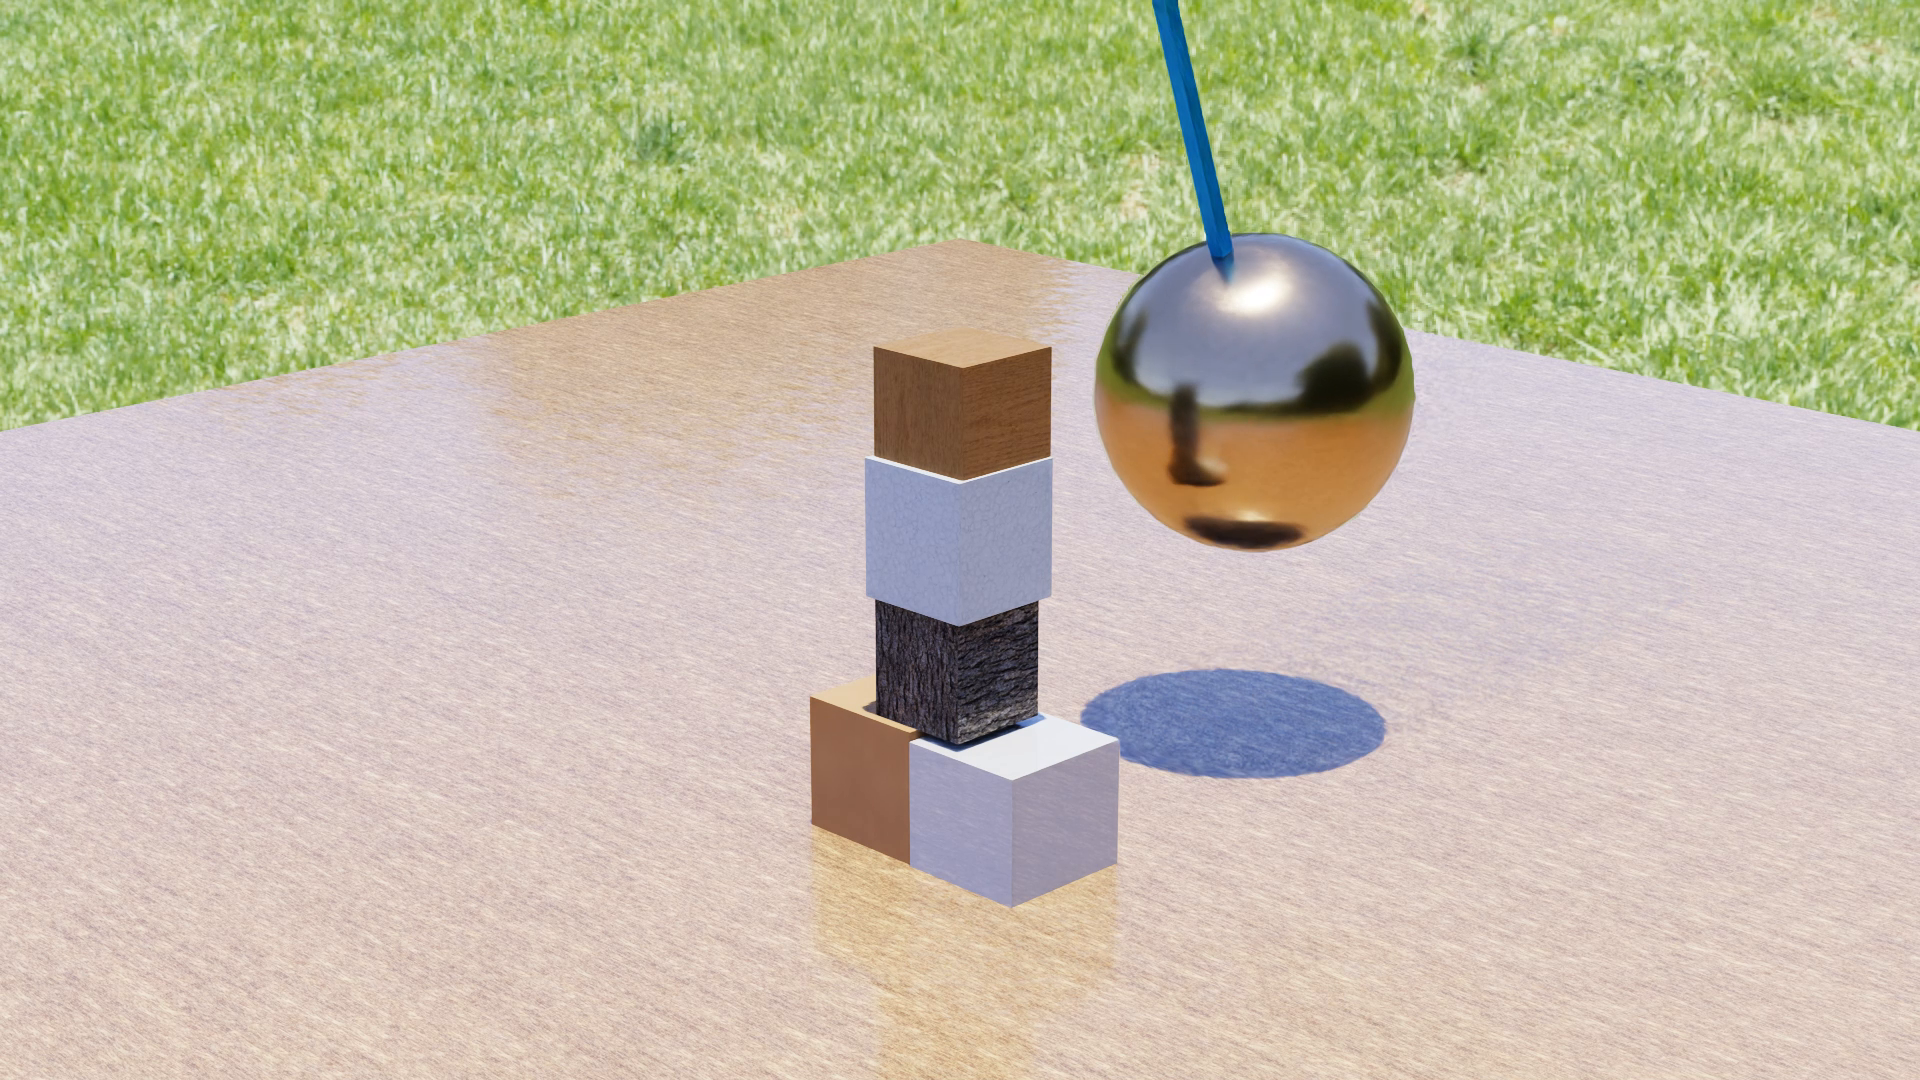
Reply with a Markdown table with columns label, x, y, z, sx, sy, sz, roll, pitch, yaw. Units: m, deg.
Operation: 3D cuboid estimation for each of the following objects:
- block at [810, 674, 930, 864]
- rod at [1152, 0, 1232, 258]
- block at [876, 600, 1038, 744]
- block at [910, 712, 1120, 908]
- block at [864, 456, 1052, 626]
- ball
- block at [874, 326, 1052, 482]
| label | x | y | z | sx | sy | sz | roll | pitch | yaw |
| --- | --- | --- | --- | --- | --- | --- | --- | --- | --- |
| block | -0.221 | 1.044 | 13.930 | 0.704 | 0.655 | 0.677 | -17 | 24 | -42 |
| rod | 0.636 | -3.531 | 12.898 | 0.080 | 5.200 | 0.080 | 17 | 44 | 42 |
| block | -0.014 | 0.535 | 13.495 | 0.523 | 0.577 | 0.536 | -17 | 24 | -42 |
| block | 0.249 | 1.209 | 13.473 | 0.706 | 0.615 | 0.652 | -17 | 24 | -42 |
| block | -0.005 | -0.057 | 13.318 | 0.597 | 0.659 | 0.603 | -17 | 24 | -42 |
| ball | 1.467 | -0.737 | 14.648 | 1.600 | 1.600 | 1.600 | 0 | 17 | 0 |
| block | 0.011 | -0.621 | 13.158 | 0.561 | 0.511 | 0.566 | -17 | 24 | -42 |
